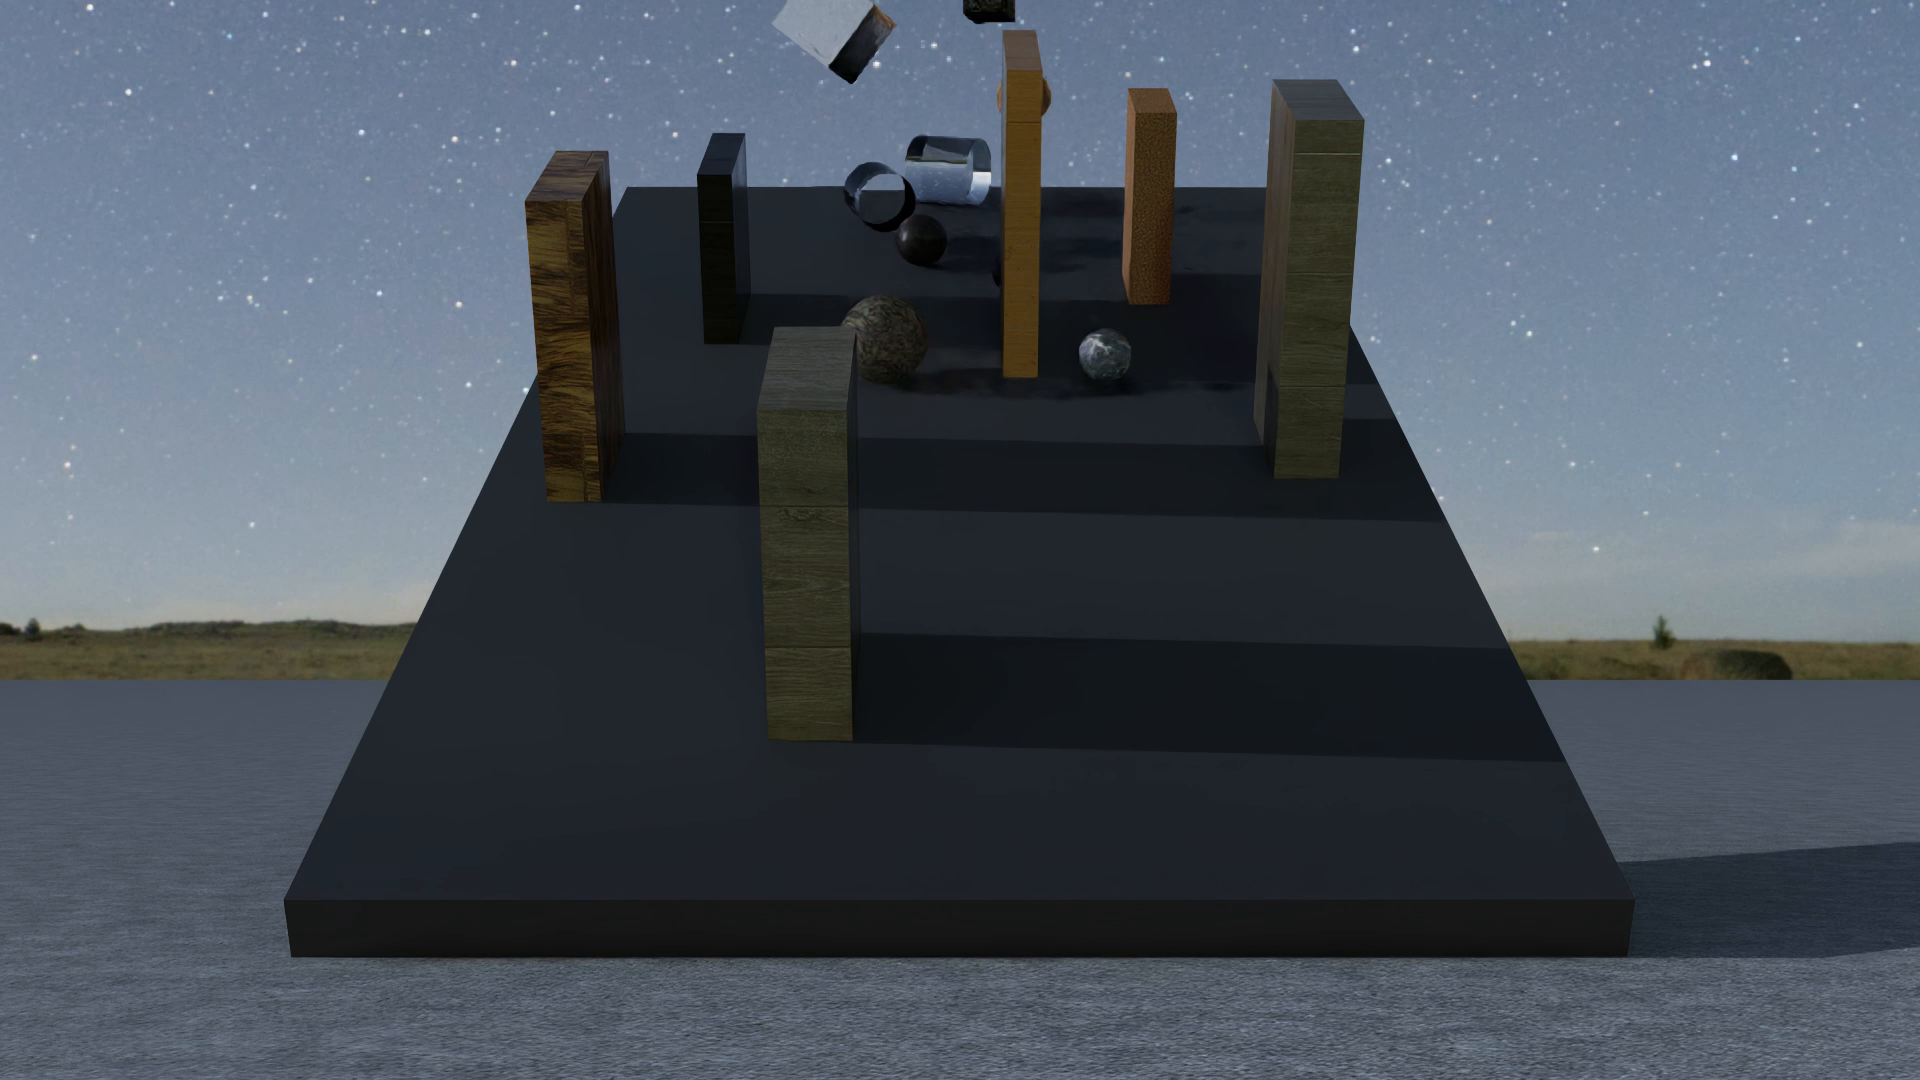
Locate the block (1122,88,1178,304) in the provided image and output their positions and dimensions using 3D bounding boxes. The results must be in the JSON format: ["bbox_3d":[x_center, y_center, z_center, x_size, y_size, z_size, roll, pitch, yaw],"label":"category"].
[{"bbox_3d":[0.492,-0.898,6.063,0.105,0.504,0.276,0,24,0],"label":"block"}]

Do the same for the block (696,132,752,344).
[{"bbox_3d":[-0.591,-0.763,5.845,0.083,0.429,0.410,0,24,0],"label":"block"}]

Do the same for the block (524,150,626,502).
[{"bbox_3d":[-0.801,-0.453,4.876,0.111,0.641,0.397,0,24,0],"label":"block"}]

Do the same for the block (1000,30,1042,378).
[{"bbox_3d":[0.144,-0.813,5.584,0.081,0.733,0.449,0,24,0],"label":"block"}]

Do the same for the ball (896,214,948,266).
[{"bbox_3d":[-0.105,-0.817,6.326,0.142,0.142,0.142,0,-3,0],"label":"ball"}]

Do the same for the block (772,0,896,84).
[{"bbox_3d":[-0.338,-1.389,6.256,0.205,0.205,0.205,39,8,13],"label":"block"}]

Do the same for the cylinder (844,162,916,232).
[{"bbox_3d":[-0.225,-0.958,6.474,0.164,0.164,0.164,1,19,-18],"label":"cylinder"}]

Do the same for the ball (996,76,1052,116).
[{"bbox_3d":[0.184,-1.282,6.717,0.159,0.159,0.159,0,-3,0],"label":"ball"}]

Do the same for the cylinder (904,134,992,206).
[{"bbox_3d":[-0.034,-1.095,6.878,0.196,0.196,0.196,8,0,23],"label":"cylinder"}]

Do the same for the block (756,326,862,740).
[{"bbox_3d":[-0.250,-0.017,3.953,0.141,0.589,0.411,0,24,0],"label":"block"}]

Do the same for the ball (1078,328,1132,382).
[{"bbox_3d":[0.342,-0.436,5.482,0.126,0.126,0.126,0,-3,0],"label":"ball"}]

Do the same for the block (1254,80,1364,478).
[{"bbox_3d":[0.738,-0.559,4.960,0.138,0.773,0.366,0,24,0],"label":"block"}]

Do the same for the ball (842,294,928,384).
[{"bbox_3d":[-0.180,-0.472,5.458,0.209,0.209,0.209,0,-3,0],"label":"ball"}]

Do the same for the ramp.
[{"bbox_3d":[-0.008,-0.228,5.287,2.000,0.100,4.000,0,24,0],"label":"ramp"}]

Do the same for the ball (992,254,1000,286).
[{"bbox_3d":[0.135,-0.689,5.943,0.108,0.108,0.108,0,-3,0],"label":"ball"}]

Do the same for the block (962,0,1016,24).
[{"bbox_3d":[0.085,-1.591,6.801,0.121,0.121,0.121,1,-2,19],"label":"block"}]
